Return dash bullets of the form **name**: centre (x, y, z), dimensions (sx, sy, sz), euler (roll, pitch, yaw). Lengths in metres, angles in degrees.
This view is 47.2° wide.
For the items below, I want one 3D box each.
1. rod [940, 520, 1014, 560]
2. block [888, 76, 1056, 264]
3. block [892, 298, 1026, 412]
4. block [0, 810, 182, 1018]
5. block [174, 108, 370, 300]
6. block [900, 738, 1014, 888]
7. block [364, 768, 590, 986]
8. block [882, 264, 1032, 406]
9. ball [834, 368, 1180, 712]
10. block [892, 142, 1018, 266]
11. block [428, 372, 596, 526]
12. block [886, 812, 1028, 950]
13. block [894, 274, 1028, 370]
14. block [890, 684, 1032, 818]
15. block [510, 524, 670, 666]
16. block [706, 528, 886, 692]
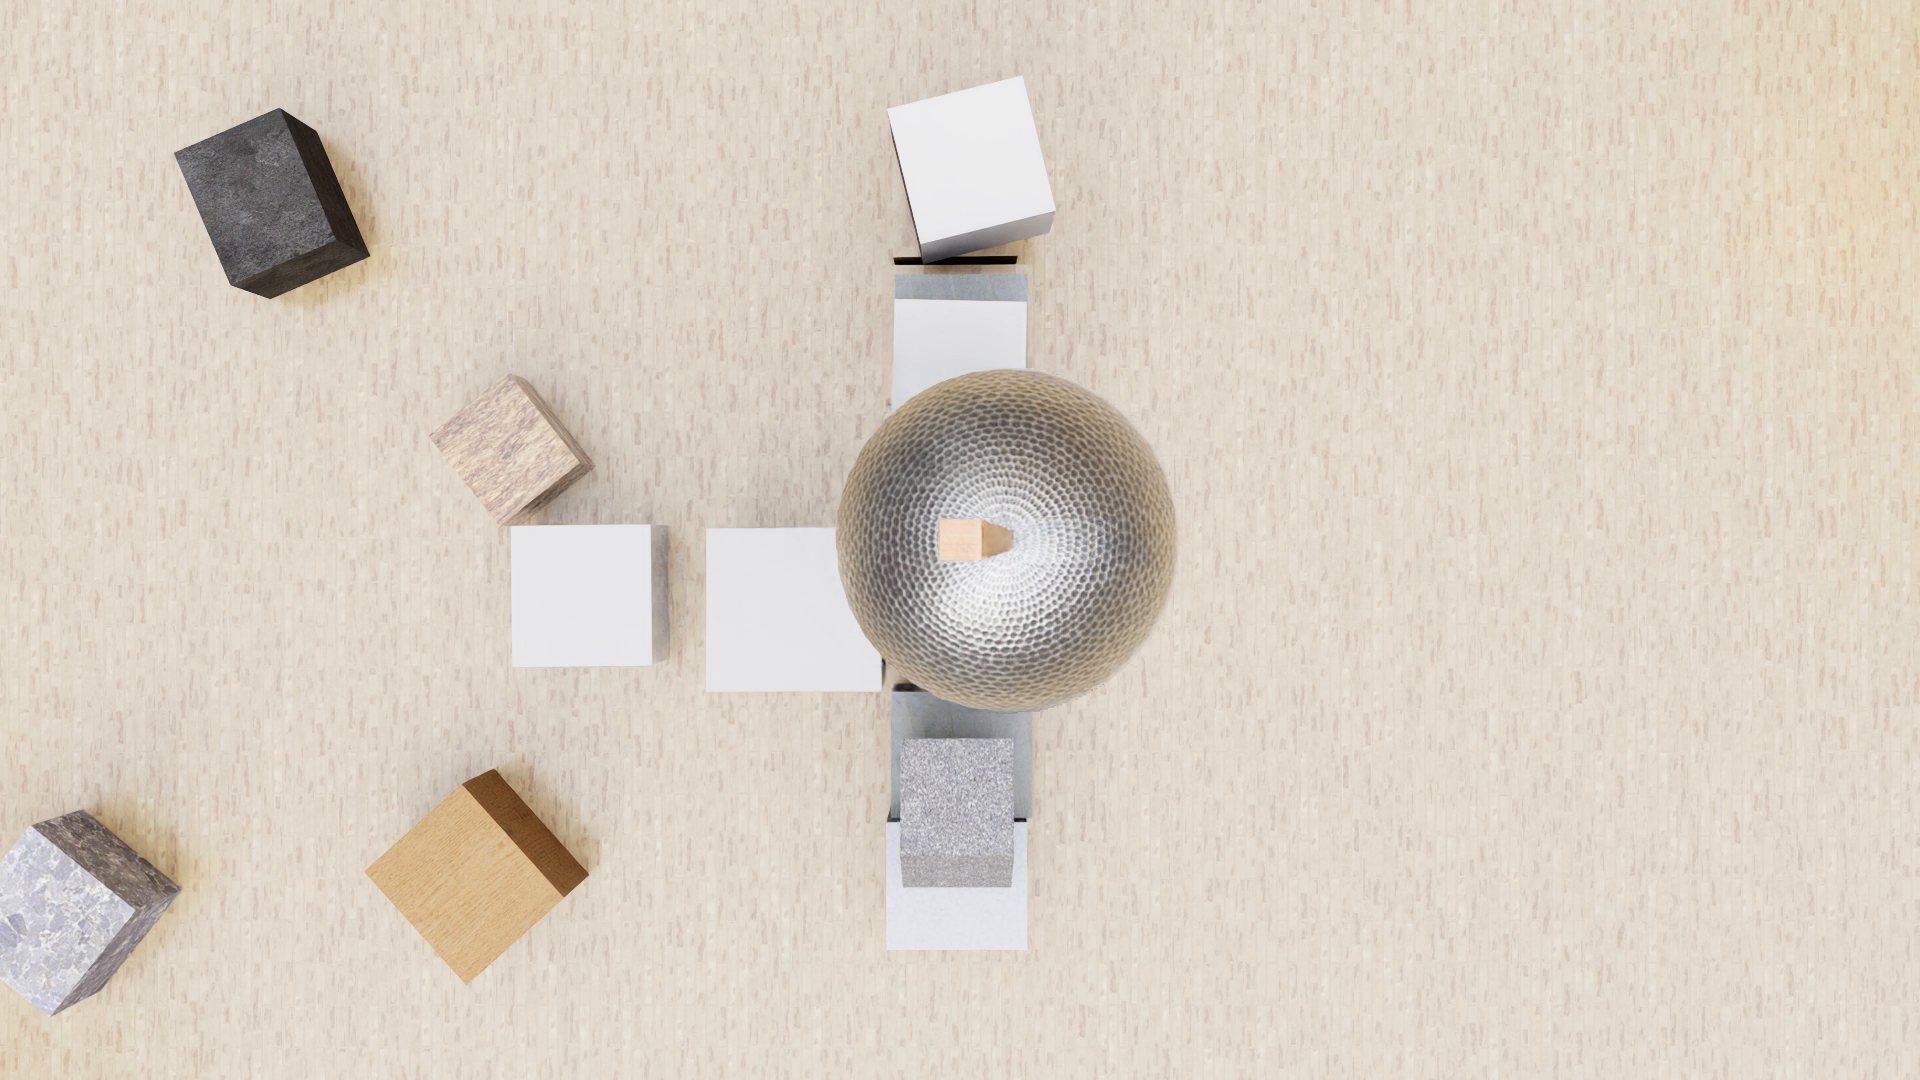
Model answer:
- **rod**: centre (0.094, 0.000, 6.852), dimensions (0.080, 5.200, 0.080), euler (0, 90, 2)
- **block**: centre (0.059, -1.971, 11.815), dimensions (0.722, 0.834, 0.721), euler (-14, 90, 0)
- **block**: centre (-0.004, -0.812, 11.339), dimensions (0.664, 0.622, 0.728), euler (1, 84, 0)
- **block**: centre (-5.131, 2.127, 12.628), dimensions (0.757, 0.745, 0.769), euler (39, 90, 0)
- **block**: centre (-3.939, -1.920, 12.642), dimensions (0.644, 0.717, 0.806), euler (-23, 90, 0)
- **block**: centre (-0.015, 1.484, 11.899), dimensions (0.596, 0.691, 0.638), euler (0, 67, 0)
- **block**: centre (-2.742, 1.906, 12.579), dimensions (0.725, 0.842, 0.848), euler (-42, 90, 0)
- **block**: centre (-0.017, -1.167, 12.654), dimensions (0.842, 0.692, 0.746), euler (0, 90, 0)
- **ball**: centre (0.218, 0.000, 10.250), dimensions (1.600, 1.600, 1.600), euler (0, 90, 0)
- **block**: centre (-0.030, -1.942, 12.616), dimensions (0.695, 0.768, 0.729), euler (-1, 90, 0)
- **block**: centre (-2.581, -0.513, 12.722), dimensions (0.579, 0.557, 0.652), euler (-38, 90, 0)
- **block**: centre (-0.018, 1.927, 12.618), dimensions (0.784, 0.763, 0.710), euler (0, 90, 0)
- **block**: centre (0.007, -1.050, 11.996), dimensions (0.707, 0.622, 0.726), euler (0, 90, 0)
- **block**: centre (0.009, 1.206, 12.670), dimensions (0.796, 0.659, 0.710), euler (0, 90, 0)
- **block**: centre (-2.110, 0.310, 12.627), dimensions (0.778, 0.746, 0.786), euler (-1, 90, 0)
- **block**: centre (-0.922, 0.388, 12.596), dimensions (0.971, 0.808, 0.906), euler (0, 90, 0)
